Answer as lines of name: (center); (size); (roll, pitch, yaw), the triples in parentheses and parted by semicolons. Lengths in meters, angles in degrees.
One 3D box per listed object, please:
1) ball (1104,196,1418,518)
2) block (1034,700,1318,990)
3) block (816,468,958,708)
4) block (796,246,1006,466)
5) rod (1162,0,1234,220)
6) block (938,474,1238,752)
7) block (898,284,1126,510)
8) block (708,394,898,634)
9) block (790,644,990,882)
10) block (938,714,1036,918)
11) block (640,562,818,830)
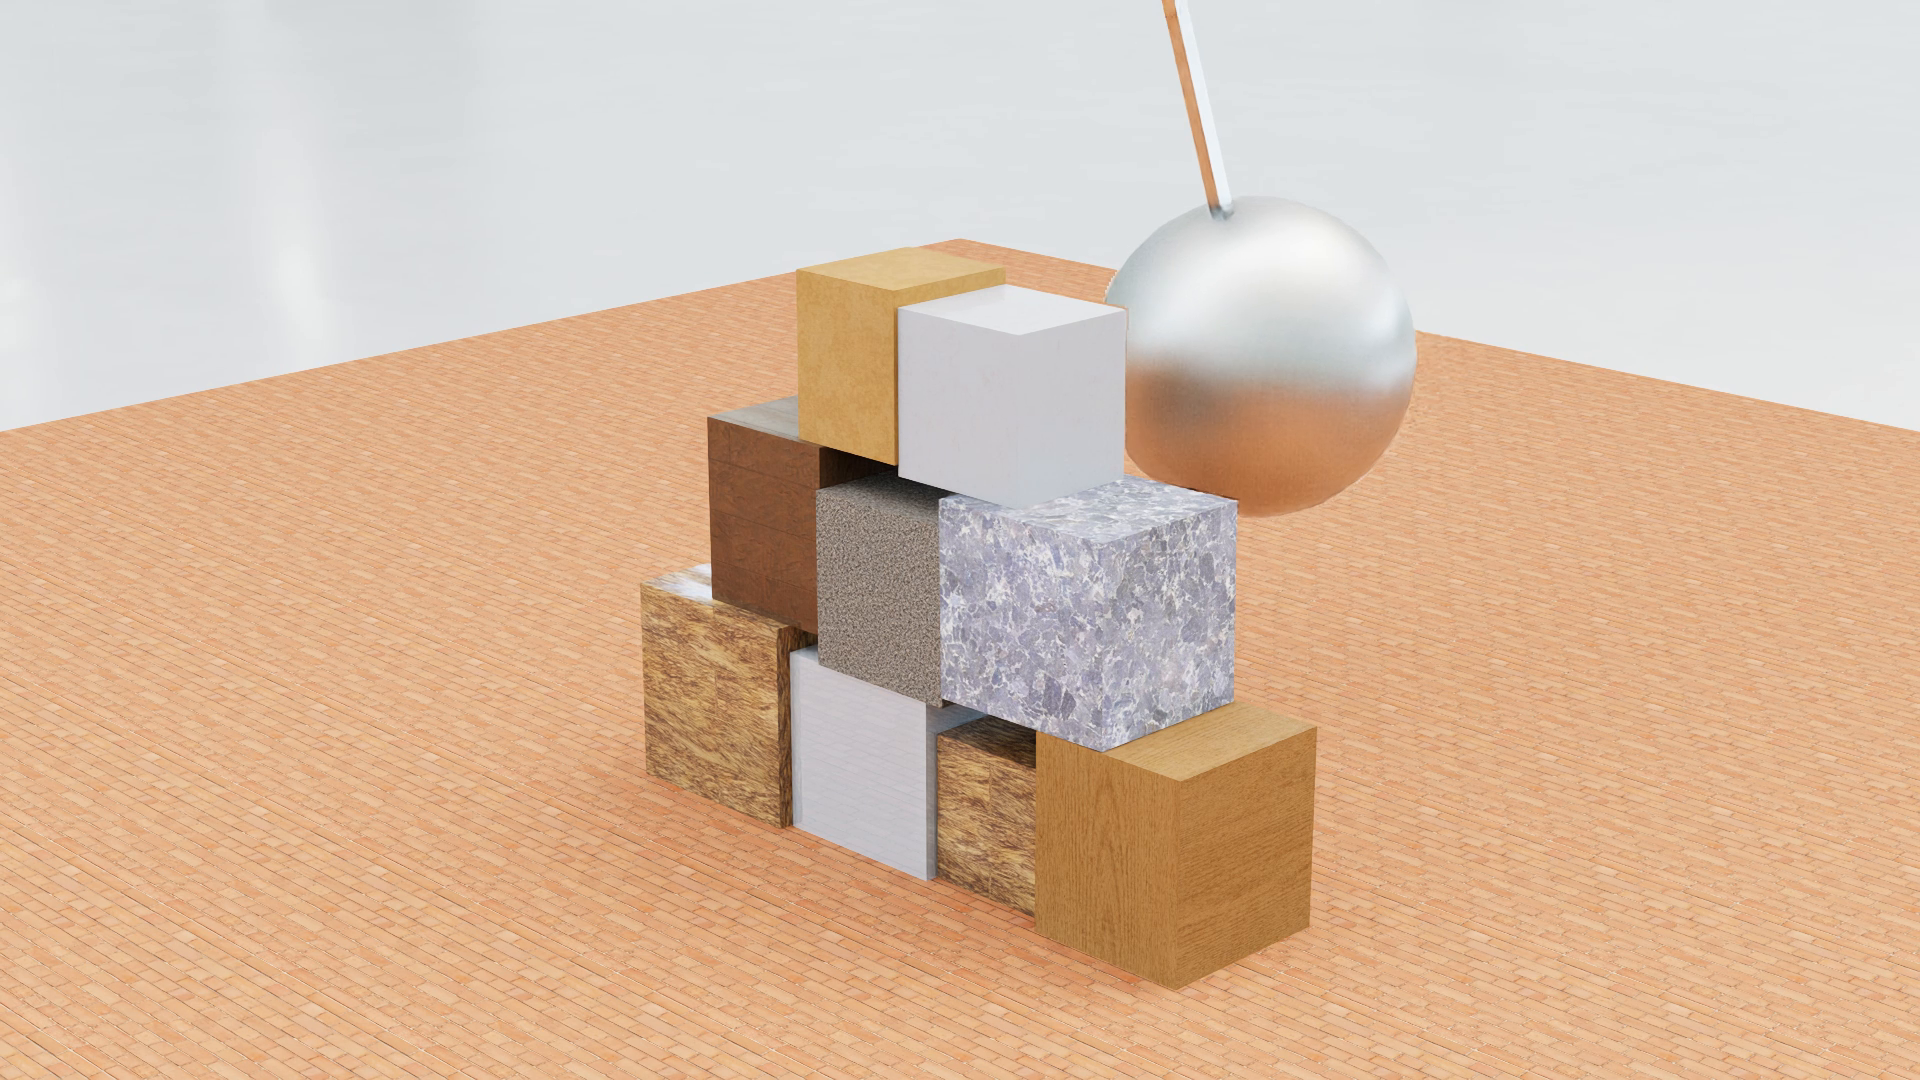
ball: (1.467, -0.910, 14.593); (1.600, 1.600, 1.600); (0, 17, 0)
block: (0.934, 1.261, 12.756); (0.896, 0.945, 0.819); (-17, 24, -42)
block: (-0.075, 0.175, 13.453); (0.827, 0.841, 0.814); (-17, 24, -42)
block: (-0.266, -0.851, 13.352); (0.704, 0.792, 0.633); (-17, 24, -42)
rod: (0.636, -3.704, 12.844); (0.080, 5.200, 0.080); (17, 44, 42)
block: (0.557, 0.267, 12.819); (0.859, 0.916, 0.964); (-17, 23, -42)
block: (0.226, -0.644, 12.917); (0.736, 0.767, 0.677); (17, 24, 42)
block: (-0.638, -0.151, 13.958); (0.785, 0.906, 0.783); (-17, 24, -42)
block: (-0.174, 0.952, 13.849); (0.854, 0.879, 0.911); (-17, 24, -42)
block: (0.393, 1.210, 13.315); (0.701, 0.707, 0.700); (-17, 24, -42)
block: (-0.882, 0.694, 14.459); (0.930, 1.007, 1.003); (-17, 24, -42)
